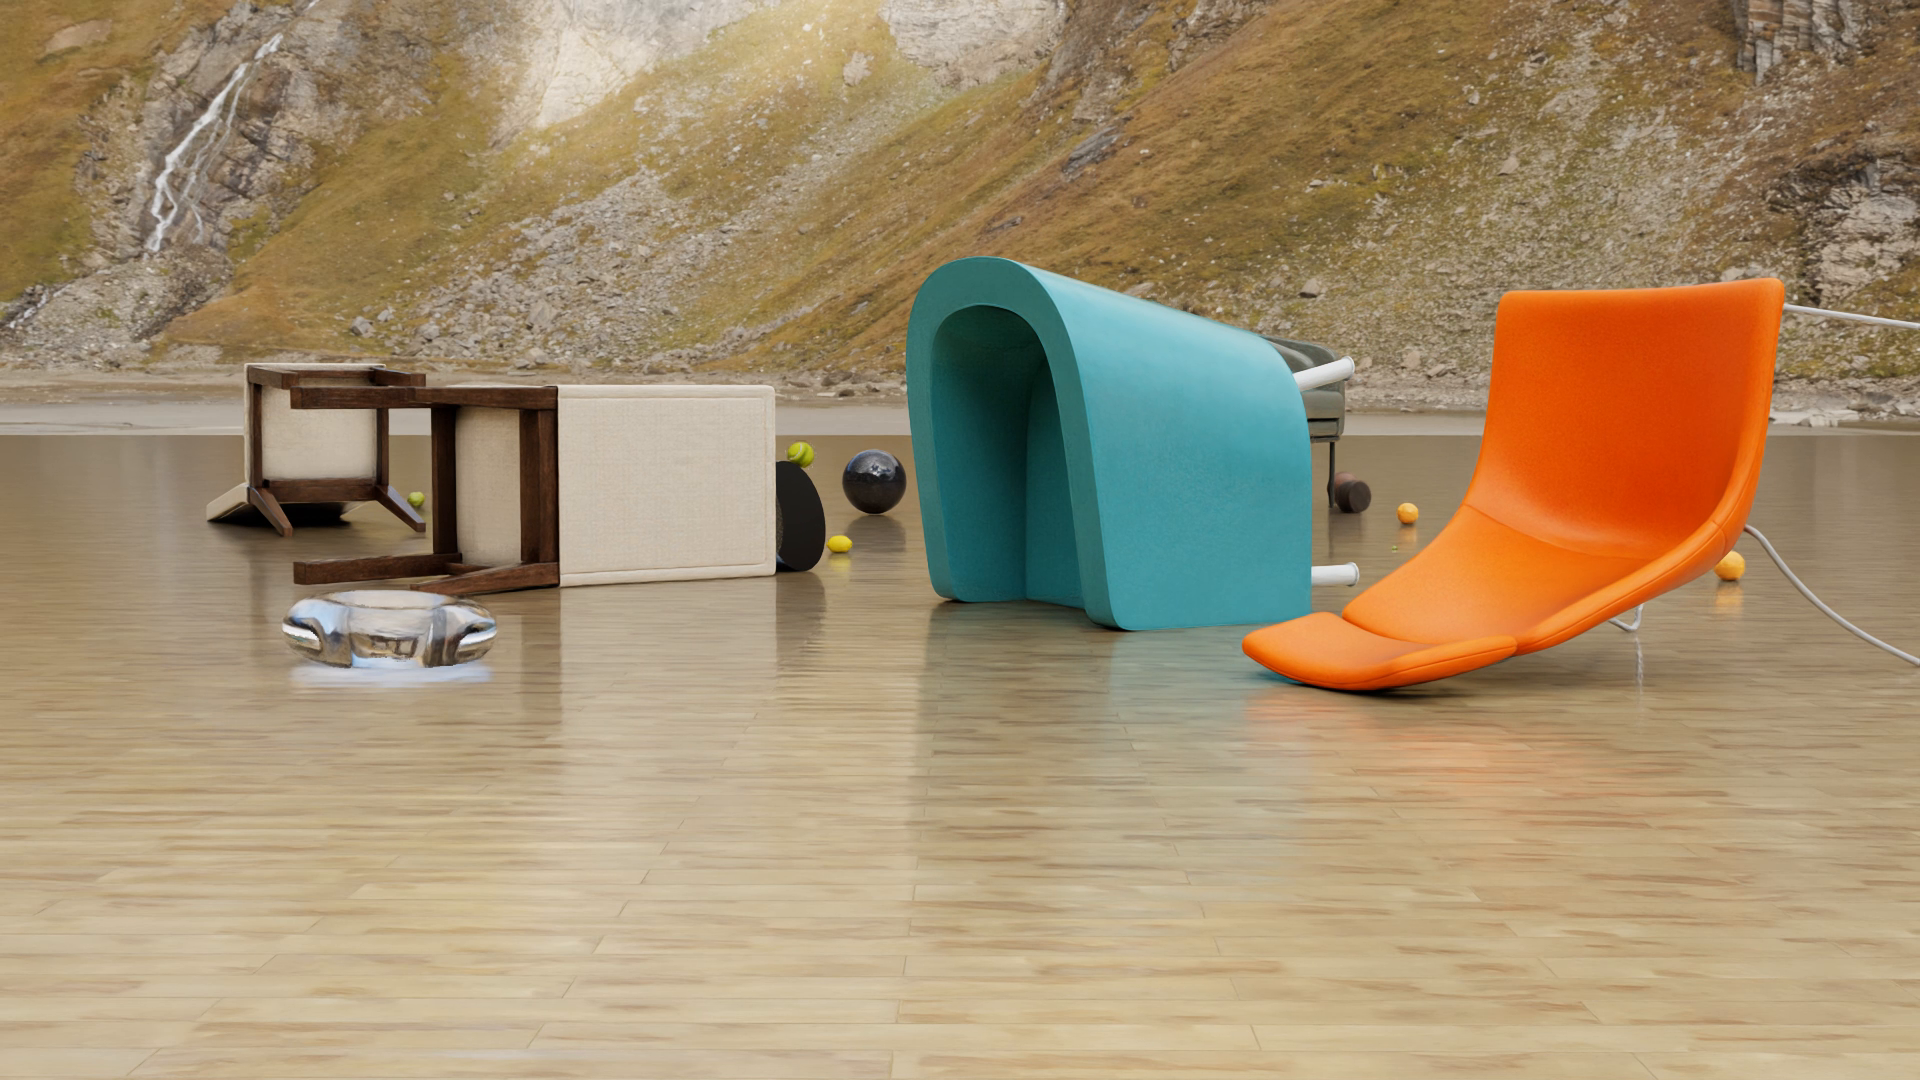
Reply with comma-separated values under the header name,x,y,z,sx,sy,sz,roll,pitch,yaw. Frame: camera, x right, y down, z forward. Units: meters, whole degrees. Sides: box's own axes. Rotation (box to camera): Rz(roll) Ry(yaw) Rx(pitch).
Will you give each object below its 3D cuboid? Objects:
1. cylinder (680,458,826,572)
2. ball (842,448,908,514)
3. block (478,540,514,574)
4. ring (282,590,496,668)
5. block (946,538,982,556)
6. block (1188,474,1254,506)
name,x,y,z,sx,sy,sz,roll,pitch,yaw
cylinder,-0.518,-0.066,5.499,0.308,0.289,0.191,4,30,44
ball,-0.307,-0.209,7.884,0.234,0.234,0.234,0,4,0
block,-1.133,0.043,5.365,0.064,0.077,0.072,1,4,8
ring,-0.950,0.148,3.671,0.348,0.099,0.394,1,5,-20
block,0.013,0.018,5.970,0.060,0.042,0.085,3,5,35
block,1.024,-0.198,8.621,0.209,0.111,0.153,-1,4,-19
